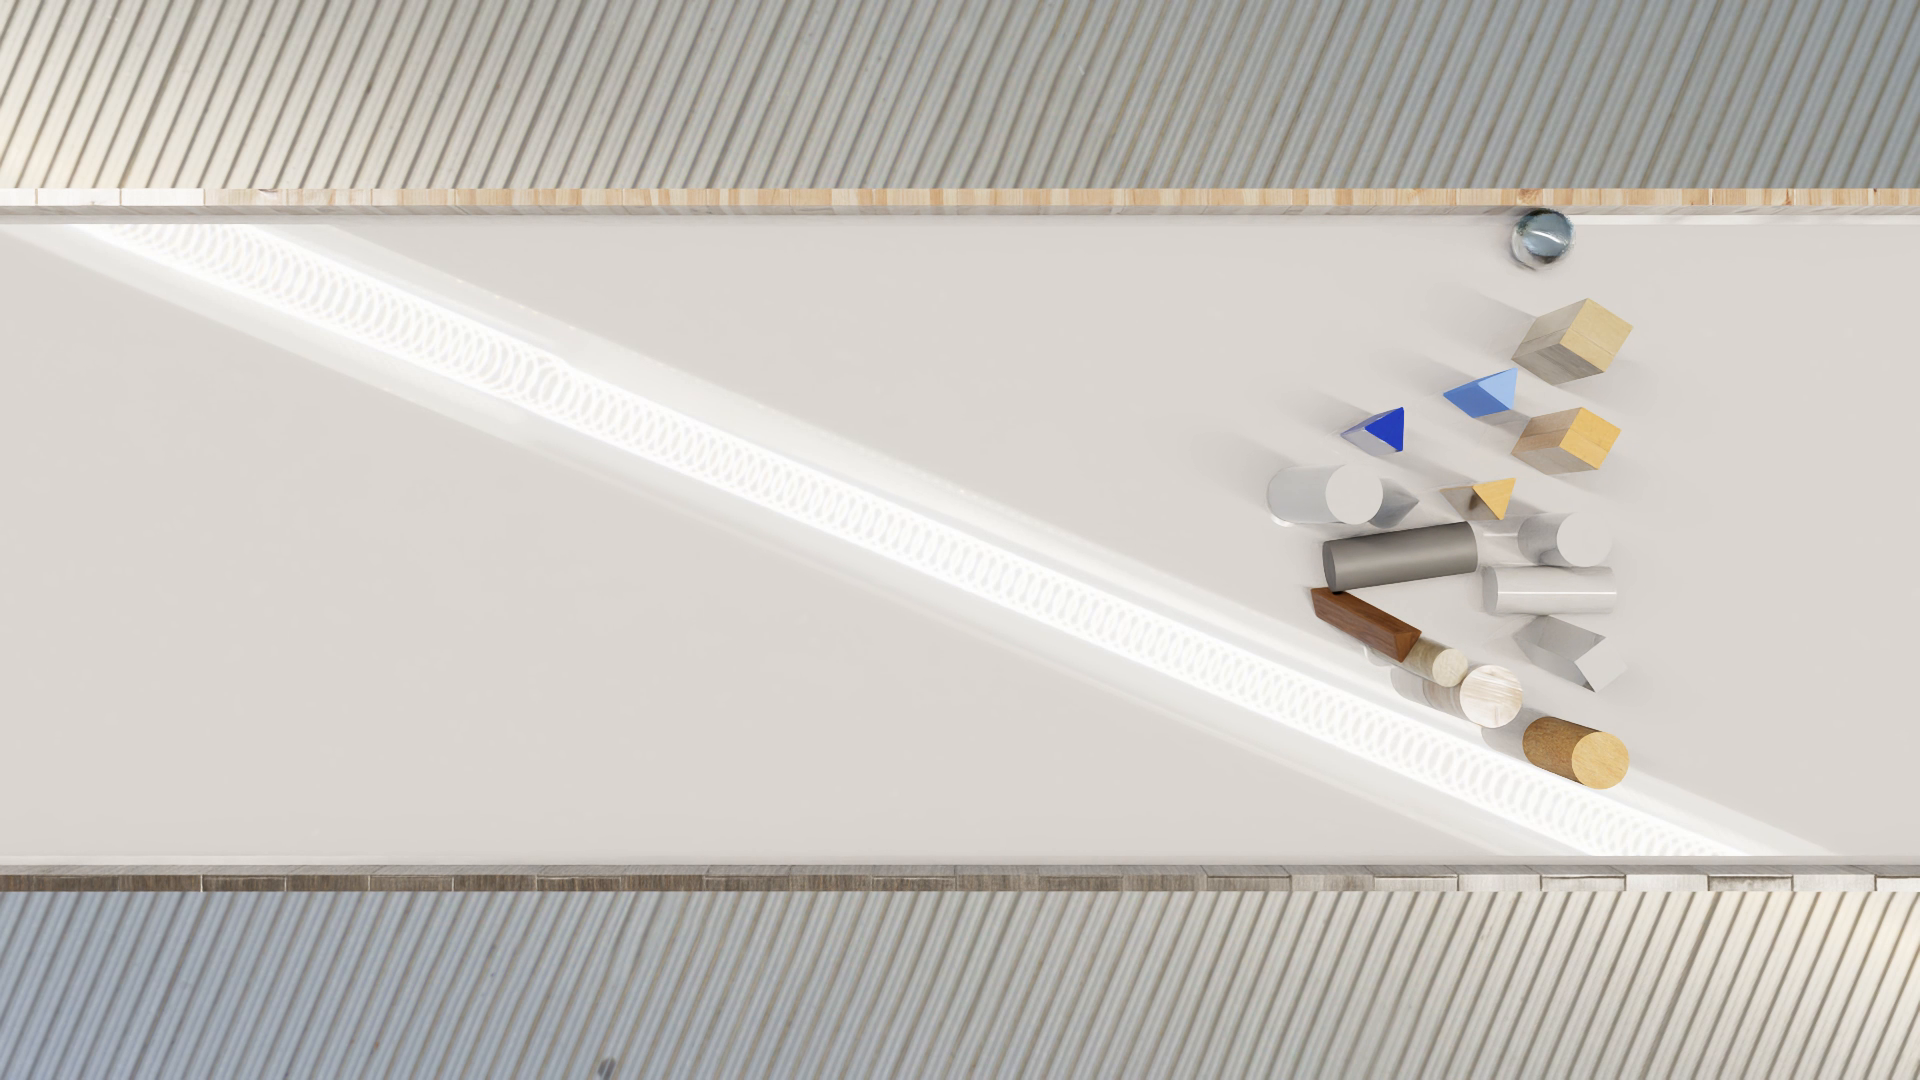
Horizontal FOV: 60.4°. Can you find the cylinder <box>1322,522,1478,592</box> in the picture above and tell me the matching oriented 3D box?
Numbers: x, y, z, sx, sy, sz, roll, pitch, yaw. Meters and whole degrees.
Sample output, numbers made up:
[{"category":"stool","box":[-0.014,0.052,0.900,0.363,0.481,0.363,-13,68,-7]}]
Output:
[{"category":"cylinder","box":[1.331,0.051,4.998,0.428,0.157,0.157,-8,90,0]}]

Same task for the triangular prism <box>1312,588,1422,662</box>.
[{"category":"triangular prism","box":[1.215,0.230,4.926,0.095,0.350,0.109,-33,126,-19]}]

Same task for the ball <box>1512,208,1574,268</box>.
[{"category":"ball","box":[1.763,-0.911,4.987,0.178,0.178,0.178,0,90,0]}]

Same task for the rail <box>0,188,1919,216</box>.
[{"category":"rail","box":[-2.247,-1.025,5.002,12.000,0.150,0.050,0,90,0]}]

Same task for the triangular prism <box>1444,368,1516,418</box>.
[{"category":"triangular prism","box":[1.566,-0.453,4.903,0.120,0.348,0.104,38,90,0]}]

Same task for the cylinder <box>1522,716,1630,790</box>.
[{"category":"cylinder","box":[1.813,0.625,4.872,0.163,0.409,0.163,0,90,0]}]

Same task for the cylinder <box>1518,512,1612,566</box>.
[{"category":"cylinder","box":[1.796,-0.003,4.909,0.160,0.335,0.160,0,90,0]}]

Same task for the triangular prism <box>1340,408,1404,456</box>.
[{"category":"triangular prism","box":[1.252,-0.337,4.921,0.127,0.311,0.110,31,90,0]}]

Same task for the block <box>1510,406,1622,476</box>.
[{"category":"block","box":[1.782,-0.288,4.869,0.130,0.414,0.130,30,90,0]}]

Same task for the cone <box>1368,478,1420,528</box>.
[{"category":"cone","box":[1.309,-0.112,4.883,0.155,0.387,0.155,0,90,0]}]

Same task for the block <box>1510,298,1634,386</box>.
[{"category":"block","box":[1.800,-0.580,4.869,0.153,0.414,0.153,33,90,0]}]

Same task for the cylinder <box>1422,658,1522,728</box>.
[{"category":"cylinder","box":[1.513,0.445,4.887,0.179,0.379,0.179,0,90,0]}]

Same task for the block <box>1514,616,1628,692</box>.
[{"category":"block","box":[1.795,0.329,4.866,0.114,0.408,0.114,-38,99,0]}]

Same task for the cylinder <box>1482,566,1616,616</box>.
[{"category":"cylinder","box":[1.785,0.153,5.002,0.355,0.149,0.149,0,90,0]}]

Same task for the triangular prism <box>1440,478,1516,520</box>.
[{"category":"triangular prism","box":[1.558,-0.142,4.912,0.109,0.330,0.126,-41,90,0]}]

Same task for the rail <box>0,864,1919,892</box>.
[{"category":"rail","box":[-2.247,1.025,5.001,12.000,0.150,0.050,0,90,0]}]

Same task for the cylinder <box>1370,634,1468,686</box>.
[{"category":"cylinder","box":[1.350,0.335,4.879,0.112,0.380,0.112,-2,99,-14]}]

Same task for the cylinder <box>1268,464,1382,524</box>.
[{"category":"cylinder","box":[1.066,-0.134,4.843,0.171,0.443,0.171,0,91,-10]}]
